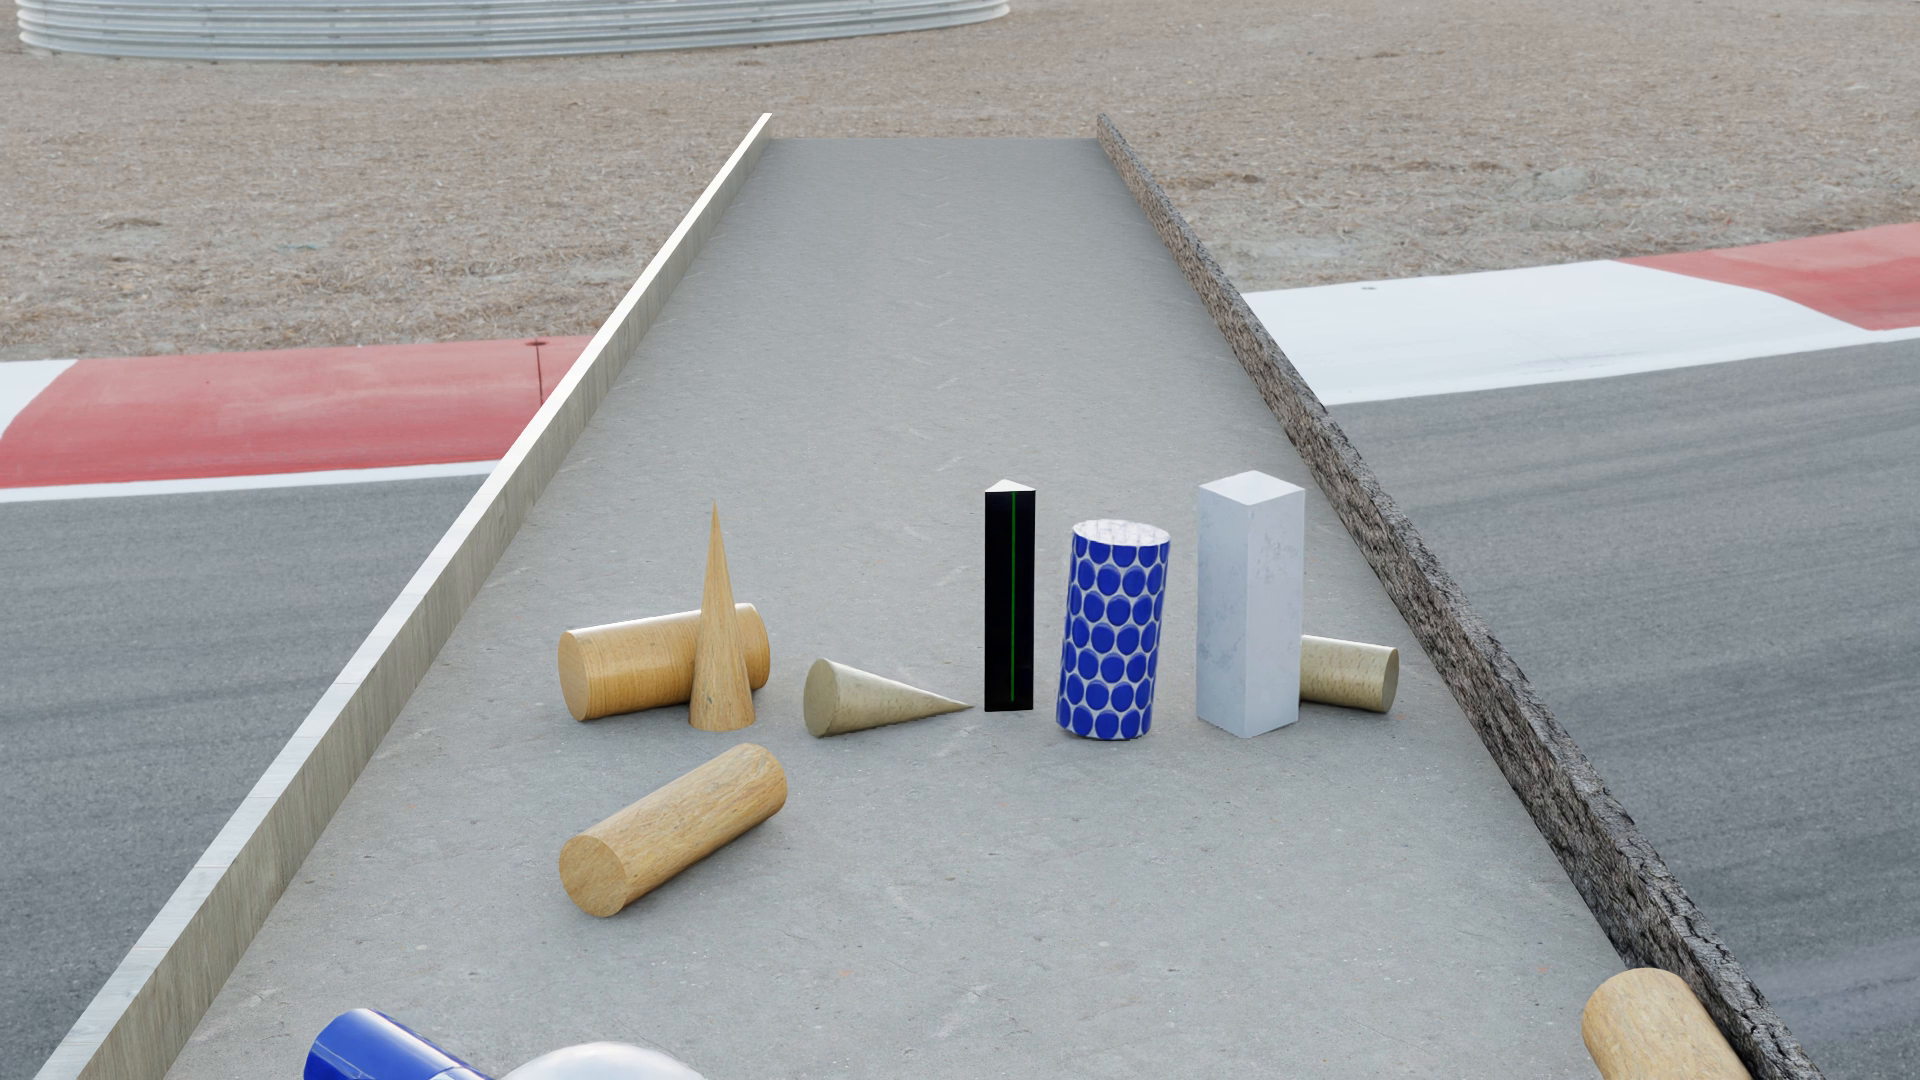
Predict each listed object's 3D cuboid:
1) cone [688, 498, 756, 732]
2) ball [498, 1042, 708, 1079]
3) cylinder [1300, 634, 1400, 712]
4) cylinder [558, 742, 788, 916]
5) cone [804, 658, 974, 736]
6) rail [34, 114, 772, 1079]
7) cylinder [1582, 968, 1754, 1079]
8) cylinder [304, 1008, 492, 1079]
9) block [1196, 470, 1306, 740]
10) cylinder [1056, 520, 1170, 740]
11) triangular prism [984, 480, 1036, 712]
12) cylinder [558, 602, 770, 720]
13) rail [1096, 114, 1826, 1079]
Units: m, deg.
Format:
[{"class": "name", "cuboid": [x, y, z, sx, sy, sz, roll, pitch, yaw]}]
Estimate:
[{"class": "cone", "cuboid": [-0.444, 0.127, 4.040, 0.126, 0.433, 0.126, 0, 17, 0]}, {"class": "ball", "cuboid": [-0.374, 0.697, 2.277, 0.346, 0.346, 0.346, 0, 17, 0]}, {"class": "cylinder", "cuboid": [0.668, 0.245, 4.188, 0.310, 0.123, 0.123, 8, 18, 24]}, {"class": "cylinder", "cuboid": [-0.446, 0.452, 3.478, 0.131, 0.131, 0.425, 9, 19, 28]}, {"class": "cone", "cuboid": [-0.114, 0.301, 4.089, 0.325, 0.144, 0.144, 6, 12, -28]}, {"class": "rail", "cuboid": [-1.118, -0.838, 7.780, 0.050, 0.150, 12.000, 0, 17, -1]}, {"class": "cylinder", "cuboid": [0.886, 0.684, 2.654, 0.155, 0.155, 0.415, 0, 17, -1]}, {"class": "cylinder", "cuboid": [-0.644, 0.690, 2.668, 0.342, 0.135, 0.135, 15, 22, 41]}, {"class": "block", "cuboid": [0.527, 0.118, 4.005, 0.134, 0.455, 0.134, -16, 25, -32]}, {"class": "cylinder", "cuboid": [0.278, 0.162, 4.020, 0.176, 0.365, 0.176, 4, 16, -1]}, {"class": "triangular prism", "cuboid": [0.087, 0.104, 4.121, 0.092, 0.430, 0.079, -2, 17, -7]}, {"class": "cylinder", "cuboid": [-0.560, 0.228, 4.166, 0.363, 0.169, 0.169, -9, 19, -28]}, {"class": "rail", "cuboid": [0.932, -0.844, 7.801, 0.050, 0.150, 12.000, 0, 17, -1]}]
